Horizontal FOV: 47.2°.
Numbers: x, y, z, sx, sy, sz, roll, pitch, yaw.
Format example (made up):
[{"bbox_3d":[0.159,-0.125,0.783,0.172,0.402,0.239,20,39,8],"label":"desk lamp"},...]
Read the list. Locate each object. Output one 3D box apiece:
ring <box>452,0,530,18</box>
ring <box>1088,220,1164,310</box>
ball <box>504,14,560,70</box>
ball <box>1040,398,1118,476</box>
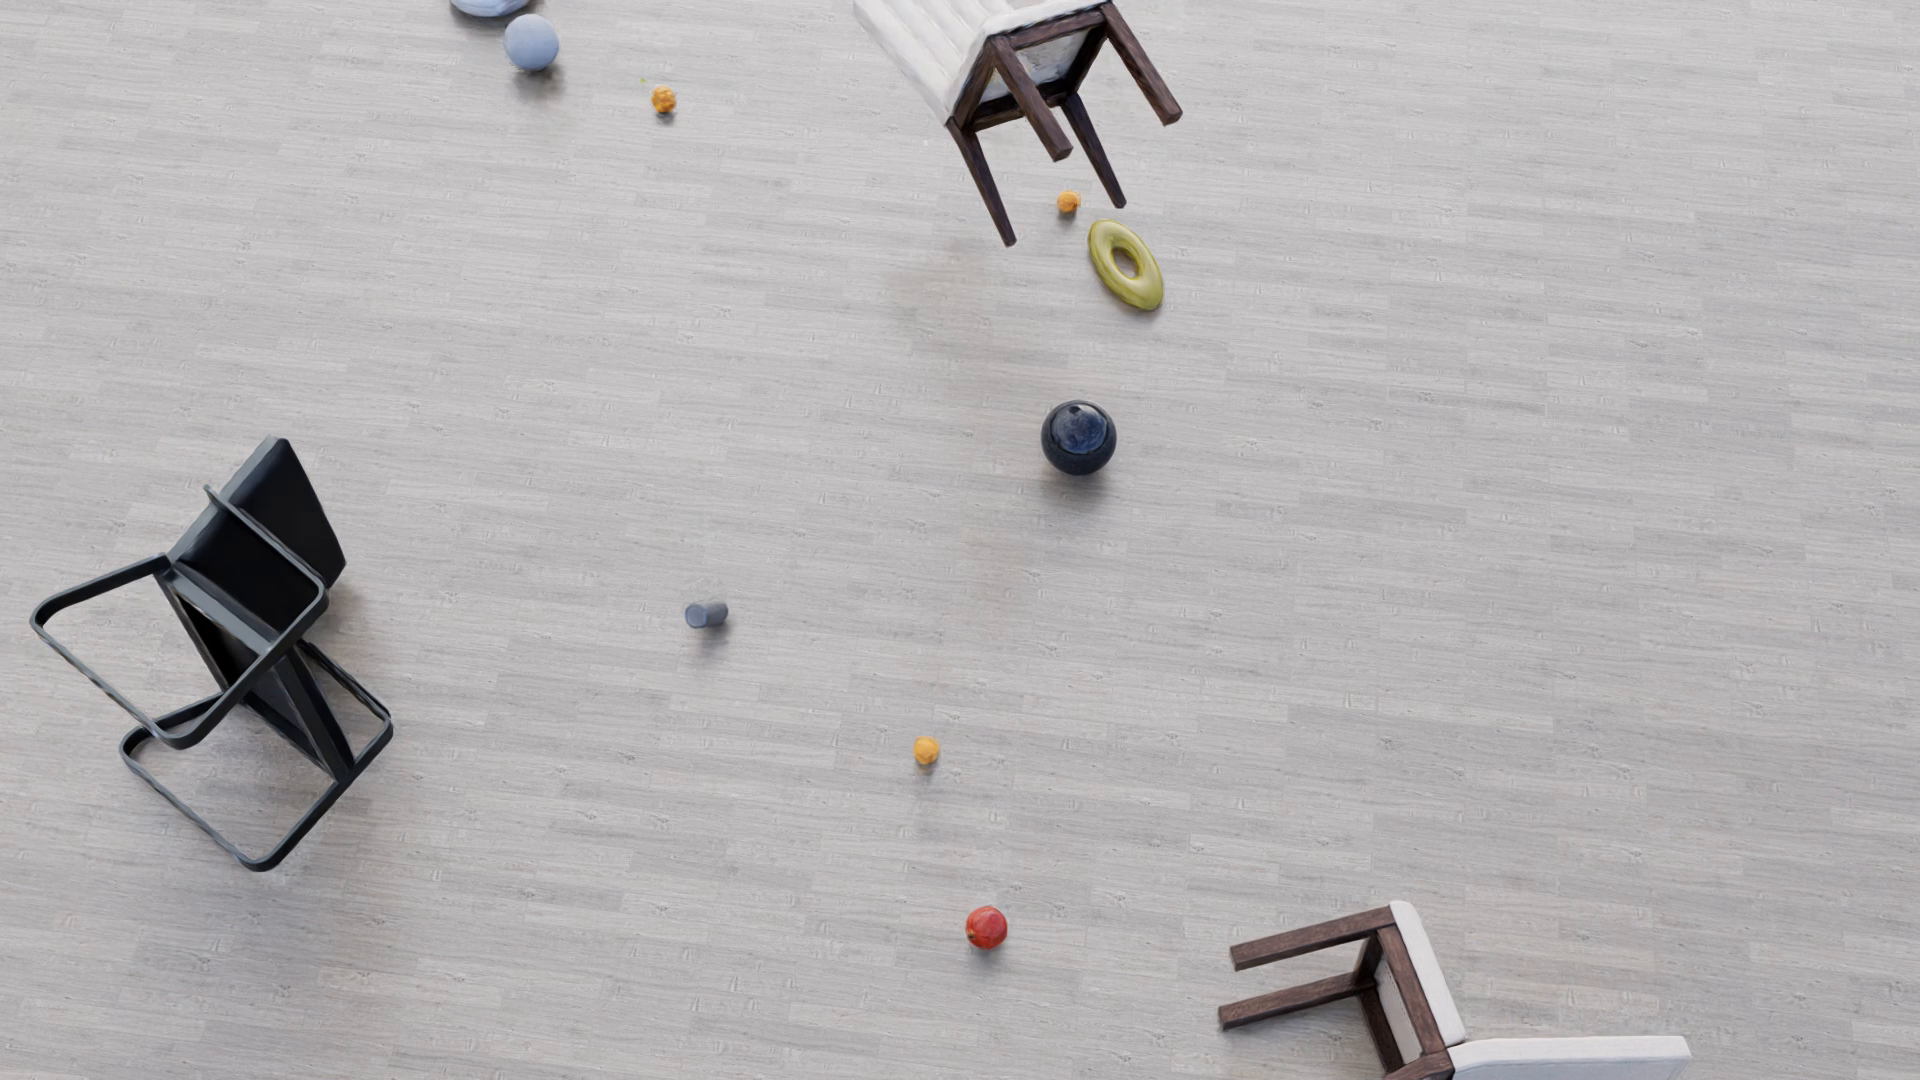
[{"bbox_3d":[-1.675,-2.018,7.865,0.353,0.106,0.387,-2,56,-3],"label":"ring"},{"bbox_3d":[0.537,-0.897,7.144,0.193,0.053,0.412,-19,58,-13],"label":"ring"},{"bbox_3d":[-1.484,-1.724,7.616,0.191,0.191,0.191,0,56,0],"label":"ball"},{"bbox_3d":[0.358,-0.310,6.641,0.234,0.234,0.234,0,56,0],"label":"ball"}]
